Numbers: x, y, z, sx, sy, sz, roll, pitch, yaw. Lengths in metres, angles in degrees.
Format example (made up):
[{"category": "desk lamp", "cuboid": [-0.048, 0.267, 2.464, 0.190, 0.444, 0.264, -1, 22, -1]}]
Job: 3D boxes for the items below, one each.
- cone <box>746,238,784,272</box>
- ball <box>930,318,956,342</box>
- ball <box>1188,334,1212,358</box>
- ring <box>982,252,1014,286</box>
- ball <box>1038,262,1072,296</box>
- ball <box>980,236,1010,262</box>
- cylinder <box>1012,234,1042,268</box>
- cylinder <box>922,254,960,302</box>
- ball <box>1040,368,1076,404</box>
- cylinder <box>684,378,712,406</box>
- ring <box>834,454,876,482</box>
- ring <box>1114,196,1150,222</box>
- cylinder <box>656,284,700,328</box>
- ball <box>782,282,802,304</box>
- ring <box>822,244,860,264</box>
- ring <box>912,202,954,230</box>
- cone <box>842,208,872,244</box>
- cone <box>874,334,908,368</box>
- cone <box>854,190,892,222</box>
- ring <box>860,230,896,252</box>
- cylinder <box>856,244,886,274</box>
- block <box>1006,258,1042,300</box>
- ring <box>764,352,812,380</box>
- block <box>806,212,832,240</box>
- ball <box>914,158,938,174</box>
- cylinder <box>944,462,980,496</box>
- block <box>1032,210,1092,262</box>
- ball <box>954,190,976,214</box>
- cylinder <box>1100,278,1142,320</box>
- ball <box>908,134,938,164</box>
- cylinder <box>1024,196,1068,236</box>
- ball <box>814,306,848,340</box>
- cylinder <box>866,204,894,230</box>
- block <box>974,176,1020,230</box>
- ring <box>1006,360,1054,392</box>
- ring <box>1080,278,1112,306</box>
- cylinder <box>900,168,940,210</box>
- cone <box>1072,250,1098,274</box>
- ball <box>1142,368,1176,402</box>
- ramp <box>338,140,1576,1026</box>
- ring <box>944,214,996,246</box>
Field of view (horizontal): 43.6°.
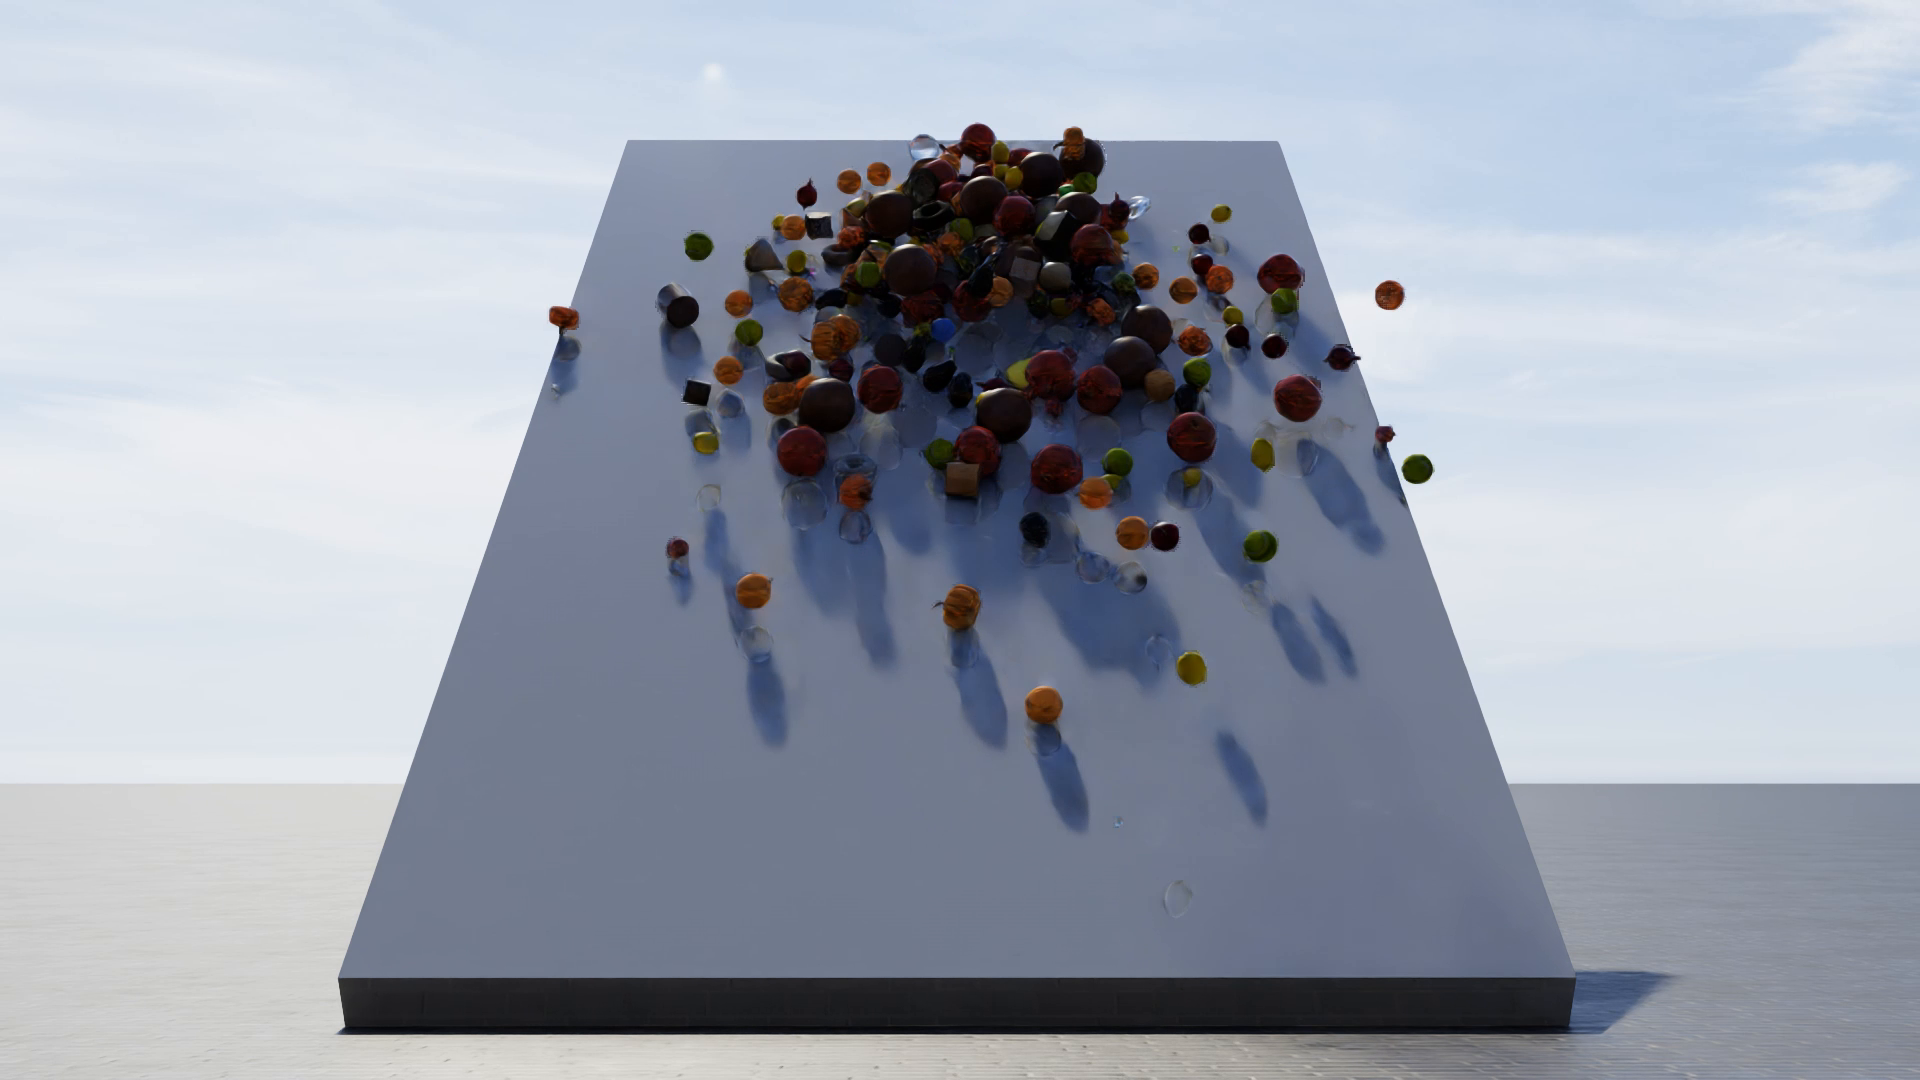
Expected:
[{"category": "cone", "cuboid": [-0.504, -0.741, 6.409, 0.097, 0.097, 0.097, 30, 8, 24]}, {"category": "ball", "cuboid": [-0.042, -0.521, 5.944, 0.062, 0.062, 0.062, 0, -6, 0]}, {"category": "ball", "cuboid": [0.598, -0.481, 5.964, 0.059, 0.059, 0.059, 0, -6, 0]}, {"category": "ring", "cuboid": [0.101, -0.717, 6.353, 0.093, 0.093, 0.031, 4, 24, -33]}, {"category": "ball", "cuboid": [0.239, -0.658, 6.032, 0.084, 0.084, 0.084, 0, -6, 0]}, {"category": "ball", "cuboid": [0.093, -0.775, 6.468, 0.083, 0.083, 0.083, 0, -6, 0]}, {"category": "cylinder", "cuboid": [0.180, -0.772, 6.396, 0.082, 0.082, 0.082, 7, -6, 1]}, {"category": "cylinder", "cuboid": [-0.051, -0.689, 6.295, 0.094, 0.094, 0.094, 0, 32, -3]}, {"category": "ball", "cuboid": [0.234, -0.368, 5.731, 0.085, 0.085, 0.085, 0, -6, 0]}, {"category": "cylinder", "cuboid": [-0.624, -0.350, 5.702, 0.057, 0.057, 0.057, 14, -7, -6]}, {"category": "ring", "cuboid": [-0.237, -0.163, 5.412, 0.098, 0.033, 0.098, -1, 33, 0]}, {"category": "ring", "cuboid": [0.485, -0.935, 6.780, 0.111, 0.037, 0.111, -21, 23, 9]}, {"category": "cylinder", "cuboid": [-0.722, -0.601, 6.141, 0.088, 0.088, 0.088, 3, 26, -27]}, {"category": "ball", "cuboid": [-0.437, -0.645, 6.259, 0.054, 0.054, 0.054, 0, -6, 0]}, {"category": "ring", "cuboid": [-0.324, -0.776, 6.519, 0.103, 0.034, 0.103, 1, 29, -1]}, {"category": "ring", "cuboid": [-0.069, -0.832, 6.166, 0.109, 0.036, 0.109, -14, 36, 10]}, {"category": "cone", "cuboid": [-0.303, -0.875, 6.600, 0.092, 0.092, 0.092, -24, 14, 7]}, {"category": "cone", "cuboid": [-0.177, -0.471, 5.940, 0.083, 0.083, 0.083, 1, 6, -12]}, {"category": "cone", "cuboid": [-0.232, -0.929, 6.777, 0.098, 0.098, 0.098, 17, -12, -22]}, {"category": "ring", "cuboid": [-0.227, -0.820, 6.590, 0.102, 0.034, 0.102, -6, 34, 4]}, {"category": "cylinder", "cuboid": [-0.234, -0.742, 6.327, 0.055, 0.055, 0.055, 6, -44, -46]}, {"category": "block", "cuboid": [0.161, -0.658, 6.038, 0.067, 0.067, 0.067, 14, -37, 6]}, {"category": "ring", "cuboid": [-0.421, -0.426, 5.881, 0.115, 0.038, 0.115, 1, 28, 0]}, {"category": "block", "cuboid": [-0.379, -0.844, 6.442, 0.058, 0.058, 0.058, -7, 21, -15]}, {"category": "ball", "cuboid": [-0.099, -1.094, 7.054, 0.074, 0.074, 0.074, 0, -6, 0]}, {"category": "cylinder", "cuboid": [0.006, -0.135, 5.316, 0.071, 0.071, 0.071, 6, -5, 7]}, {"category": "block", "cuboid": [0.267, -0.789, 6.247, 0.093, 0.093, 0.093, 37, -16, -27]}, {"category": "ball", "cuboid": [0.013, -0.949, 6.739, 0.065, 0.065, 0.065, 0, -6, 0]}, {"category": "cylinder", "cuboid": [0.412, -0.619, 6.167, 0.077, 0.077, 0.077, -33, -4, -5]}, {"category": "ball", "cuboid": [-0.106, -1.132, 6.942, 0.085, 0.085, 0.085, 0, -6, 0]}, {"category": "cylinder", "cuboid": [0.240, -0.900, 6.685, 0.093, 0.093, 0.093, -3, 25, 27]}, {"category": "ball", "cuboid": [-0.326, -0.548, 6.053, 0.085, 0.085, 0.085, 0, -6, 0]}, {"category": "cylinder", "cuboid": [-0.225, -0.898, 6.706, 0.059, 0.059, 0.059, 4, 31, -36]}, {"category": "block", "cuboid": [0.104, -0.935, 6.653, 0.092, 0.092, 0.092, 30, 22, -13]}, {"category": "ring", "cuboid": [0.174, -0.401, 5.833, 0.127, 0.042, 0.127, -1, 30, 1]}, {"category": "ring", "cuboid": [0.363, -0.644, 6.251, 0.116, 0.039, 0.116, 22, 21, -9]}, {"category": "cylinder", "cuboid": [-0.111, -0.957, 6.552, 0.091, 0.091, 0.091, 1, -9, -14]}, {"category": "cone", "cuboid": [0.322, -0.755, 6.482, 0.079, 0.079, 0.079, 2, 19, -21]}, {"category": "ball", "cuboid": [0.476, -0.369, 5.738, 0.081, 0.081, 0.081, 0, -6, 0]}, {"category": "ramp", "cuboid": [-0.012, -0.217, 5.648, 2.000, 0.100, 4.000, 0, 29, 0]}, {"category": "ring", "cuboid": [0.029, -0.860, 6.654, 0.146, 0.049, 0.146, -3, 31, 2]}]
